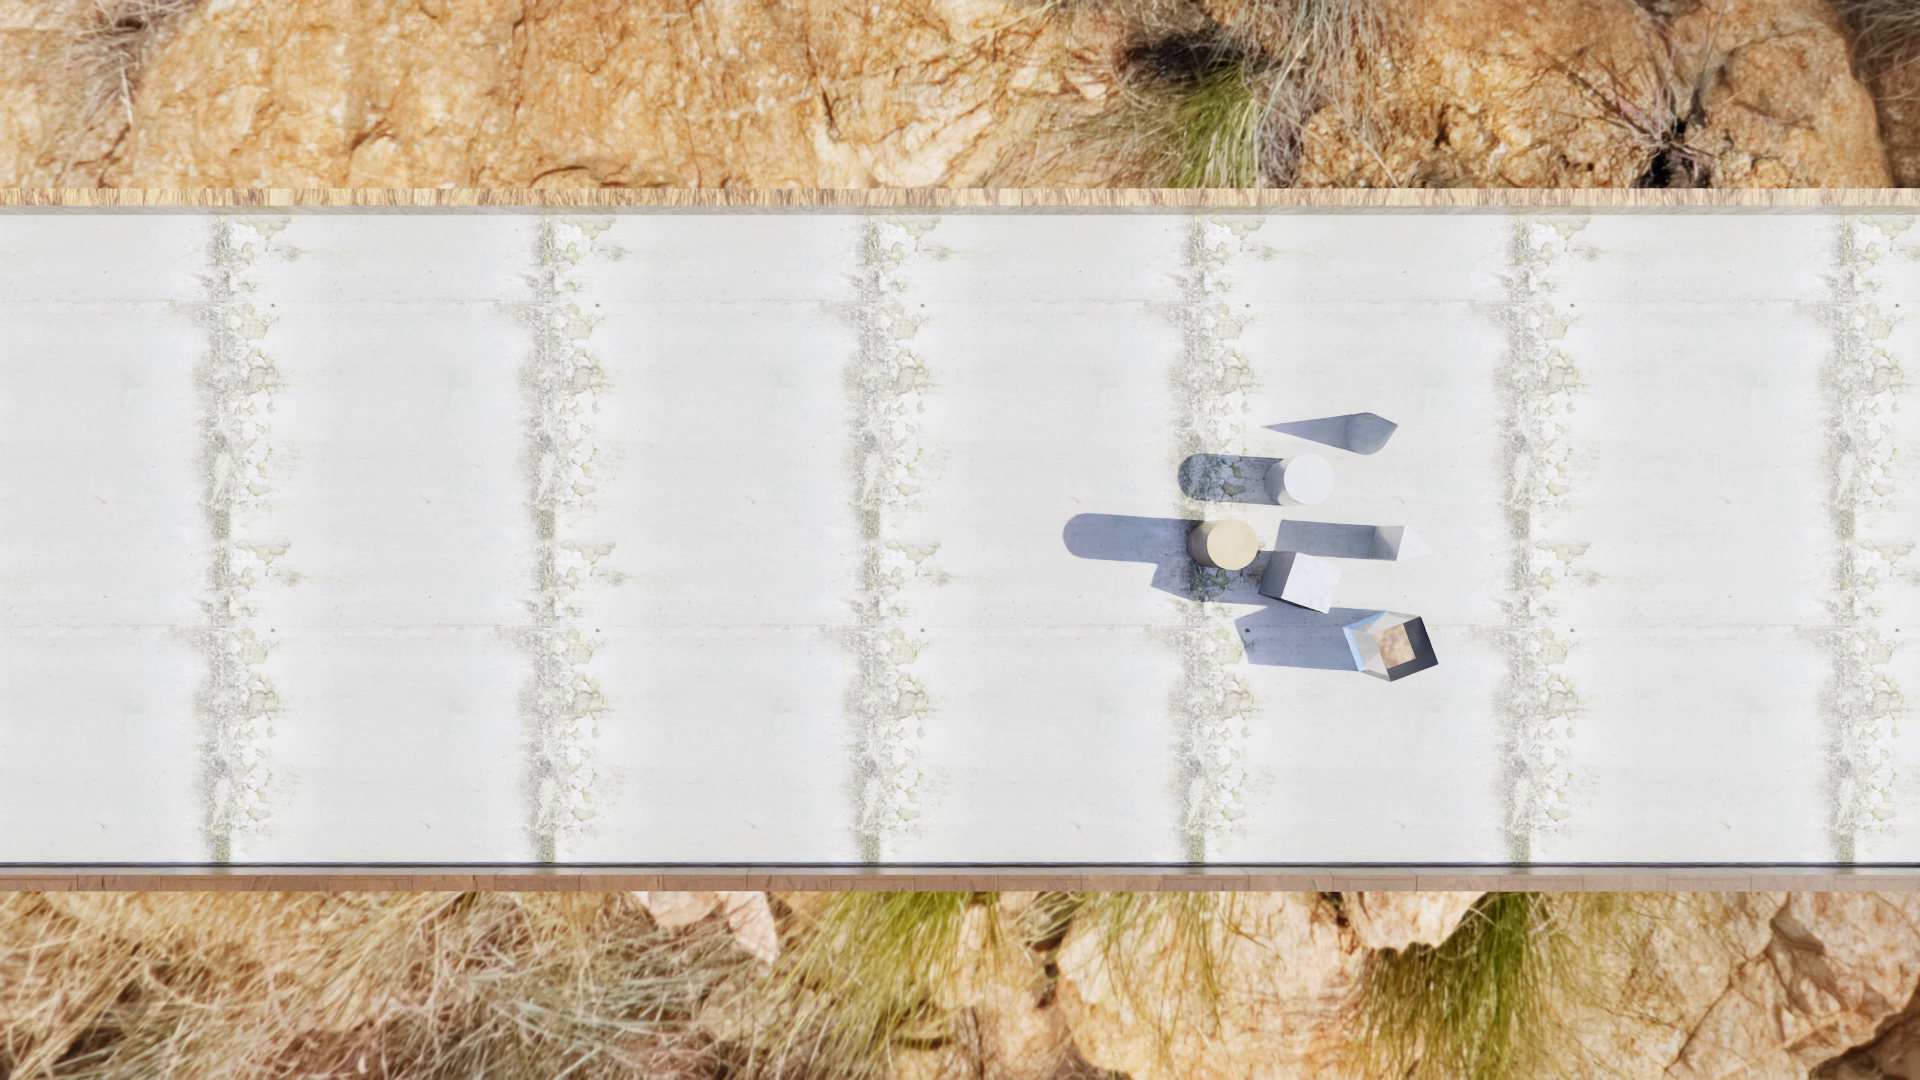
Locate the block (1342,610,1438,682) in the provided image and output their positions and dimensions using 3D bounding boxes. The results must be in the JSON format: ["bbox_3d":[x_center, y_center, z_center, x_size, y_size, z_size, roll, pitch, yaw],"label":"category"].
[{"bbox_3d":[1.271,0.311,4.889,0.146,0.375,0.146,-20,90,0],"label":"block"}]

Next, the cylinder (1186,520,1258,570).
[{"bbox_3d":[0.769,0.013,4.865,0.144,0.424,0.144,0,90,0],"label":"cylinder"}]

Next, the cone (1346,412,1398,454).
[{"bbox_3d":[1.251,-0.327,4.890,0.132,0.372,0.132,0,90,0],"label":"cone"}]

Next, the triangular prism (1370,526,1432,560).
[{"bbox_3d":[1.297,0.001,4.913,0.106,0.327,0.092,-16,90,0],"label":"triangular prism"}]

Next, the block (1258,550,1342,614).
[{"bbox_3d":[1.005,0.122,4.891,0.140,0.370,0.140,19,90,0],"label":"block"}]

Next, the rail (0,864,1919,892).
[{"bbox_3d":[-2.247,1.025,5.001,12.000,0.150,0.050,0,90,0],"label":"rail"}]

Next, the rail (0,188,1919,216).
[{"bbox_3d":[-2.247,-1.025,5.002,12.000,0.150,0.050,0,90,0],"label":"rail"}]

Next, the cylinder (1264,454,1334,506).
[{"bbox_3d":[1.012,-0.177,4.926,0.147,0.300,0.147,0,90,0],"label":"cylinder"}]
